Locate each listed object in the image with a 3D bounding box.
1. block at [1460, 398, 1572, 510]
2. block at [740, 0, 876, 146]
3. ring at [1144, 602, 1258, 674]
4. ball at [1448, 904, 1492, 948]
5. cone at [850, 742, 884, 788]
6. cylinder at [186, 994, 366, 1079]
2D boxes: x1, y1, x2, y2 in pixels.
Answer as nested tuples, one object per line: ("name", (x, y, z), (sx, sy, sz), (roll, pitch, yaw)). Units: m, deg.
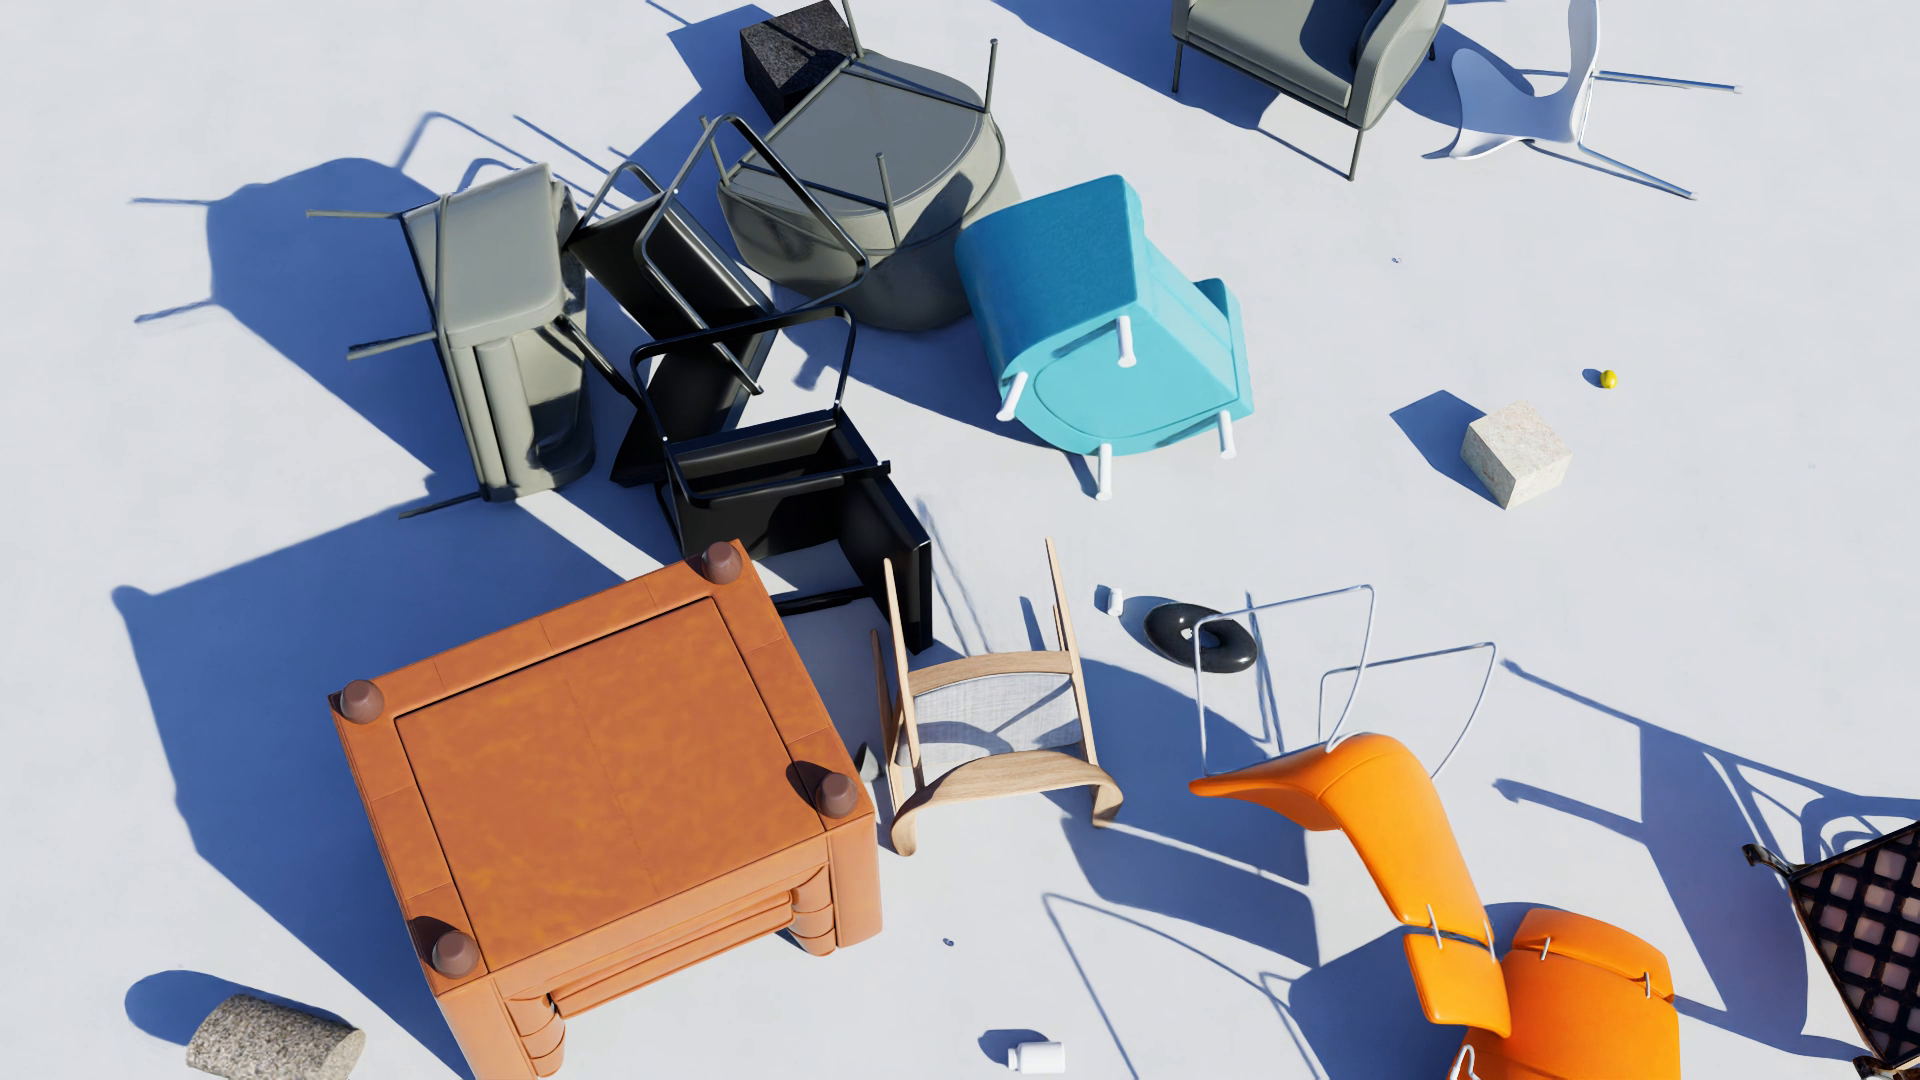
("block", (1.680, -0.260, 6.652), (0.206, 0.159, 0.238), (-24, 59, -15))
("block", (-0.519, -1.599, 7.508), (0.334, 0.231, 0.353), (-23, 59, -15))
("ring", (0.694, 0.282, 6.336), (0.345, 0.082, 0.196), (20, 59, 12))
("ball", (1.350, 1.020, 5.820), (0.115, 0.115, 0.115), (0, 56, 0))
("cone", (-0.246, 0.639, 6.121), (0.086, 0.085, 0.135), (22, 71, -19))
("cylinder", (-1.732, 1.290, 5.578), (0.339, 0.147, 0.291), (14, 18, 9))
